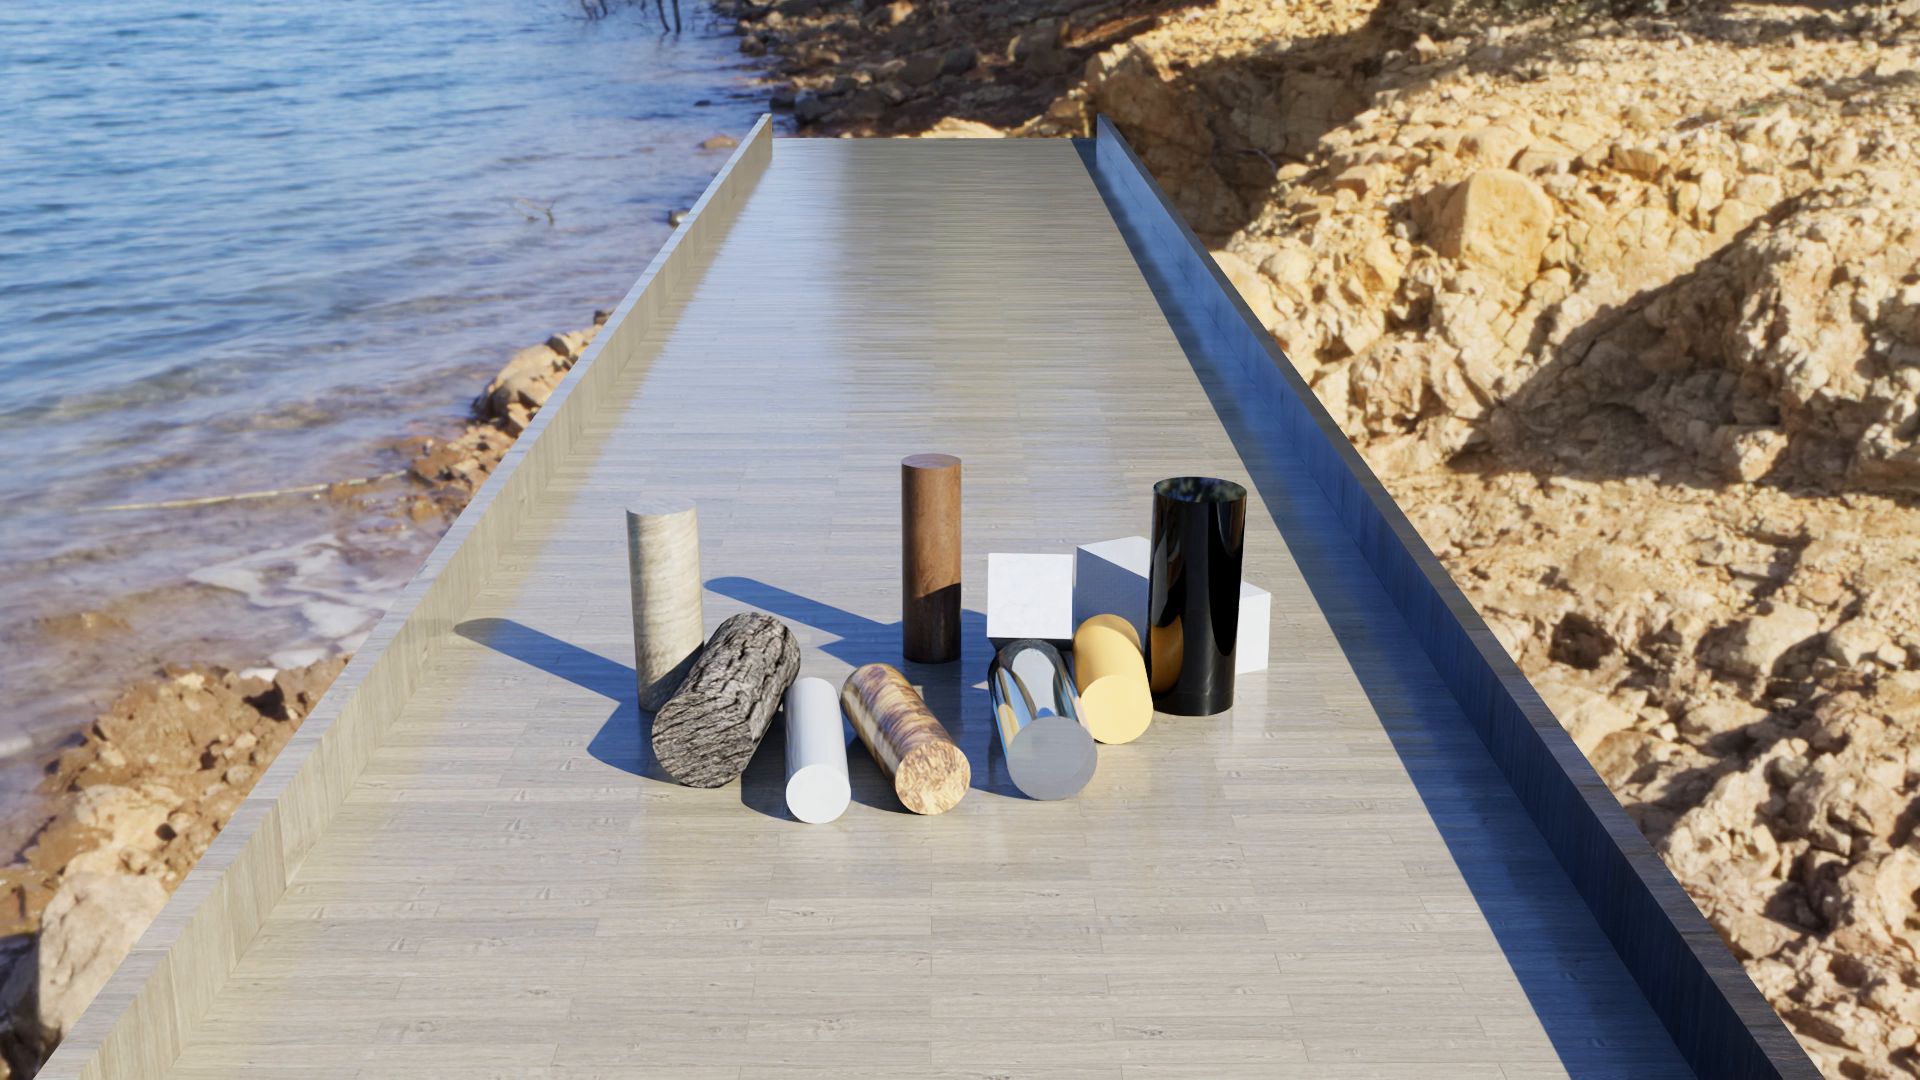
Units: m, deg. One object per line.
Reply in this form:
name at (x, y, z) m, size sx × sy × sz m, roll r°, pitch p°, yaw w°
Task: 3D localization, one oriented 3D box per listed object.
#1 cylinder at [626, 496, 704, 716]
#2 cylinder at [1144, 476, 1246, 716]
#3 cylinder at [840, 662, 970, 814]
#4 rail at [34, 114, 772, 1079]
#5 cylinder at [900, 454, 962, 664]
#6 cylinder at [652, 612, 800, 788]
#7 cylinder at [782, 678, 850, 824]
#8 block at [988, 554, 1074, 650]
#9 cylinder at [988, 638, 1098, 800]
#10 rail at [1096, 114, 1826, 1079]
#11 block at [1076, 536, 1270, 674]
cylinder at (-0.549, 0.124, 4.120) m, size 0.131 × 0.391 × 0.131 m, roll -1°, pitch 17°, yaw 0°
cylinder at (0.440, 0.105, 4.134) m, size 0.173 × 0.417 × 0.173 m, roll 1°, pitch 18°, yaw 0°
cylinder at (-0.101, 0.342, 3.849) m, size 0.130 × 0.130 × 0.404 m, roll -5°, pitch 17°, yaw -15°
rail at (-1.118, -0.838, 7.780) m, size 0.050 × 0.150 × 12.000 m, roll 0°, pitch 17°, yaw -1°
cylinder at (-0.057, 0.038, 4.391) m, size 0.119 × 0.404 × 0.119 m, roll 0°, pitch 17°, yaw 0°
cylinder at (-0.415, 0.282, 3.966) m, size 0.177 × 0.177 × 0.430 m, roll 2°, pitch 17°, yaw 7°
cylinder at (-0.253, 0.361, 3.827) m, size 0.107 × 0.107 × 0.415 m, roll -2°, pitch 17°, yaw -5°
block at (0.140, 0.125, 4.266) m, size 0.155 × 0.155 × 0.434 m, roll 1°, pitch -6°, yaw 3°
cylinder at (0.142, 0.313, 3.903) m, size 0.154 × 0.154 × 0.398 m, roll -1°, pitch 17°, yaw -4°
rail at (0.932, -0.844, 7.801) m, size 0.050 × 0.150 × 12.000 m, roll 0°, pitch 17°, yaw -1°
block at (0.428, 0.134, 4.502) m, size 0.157 × 0.157 × 0.459 m, roll -9°, pitch 19°, yaw -29°
